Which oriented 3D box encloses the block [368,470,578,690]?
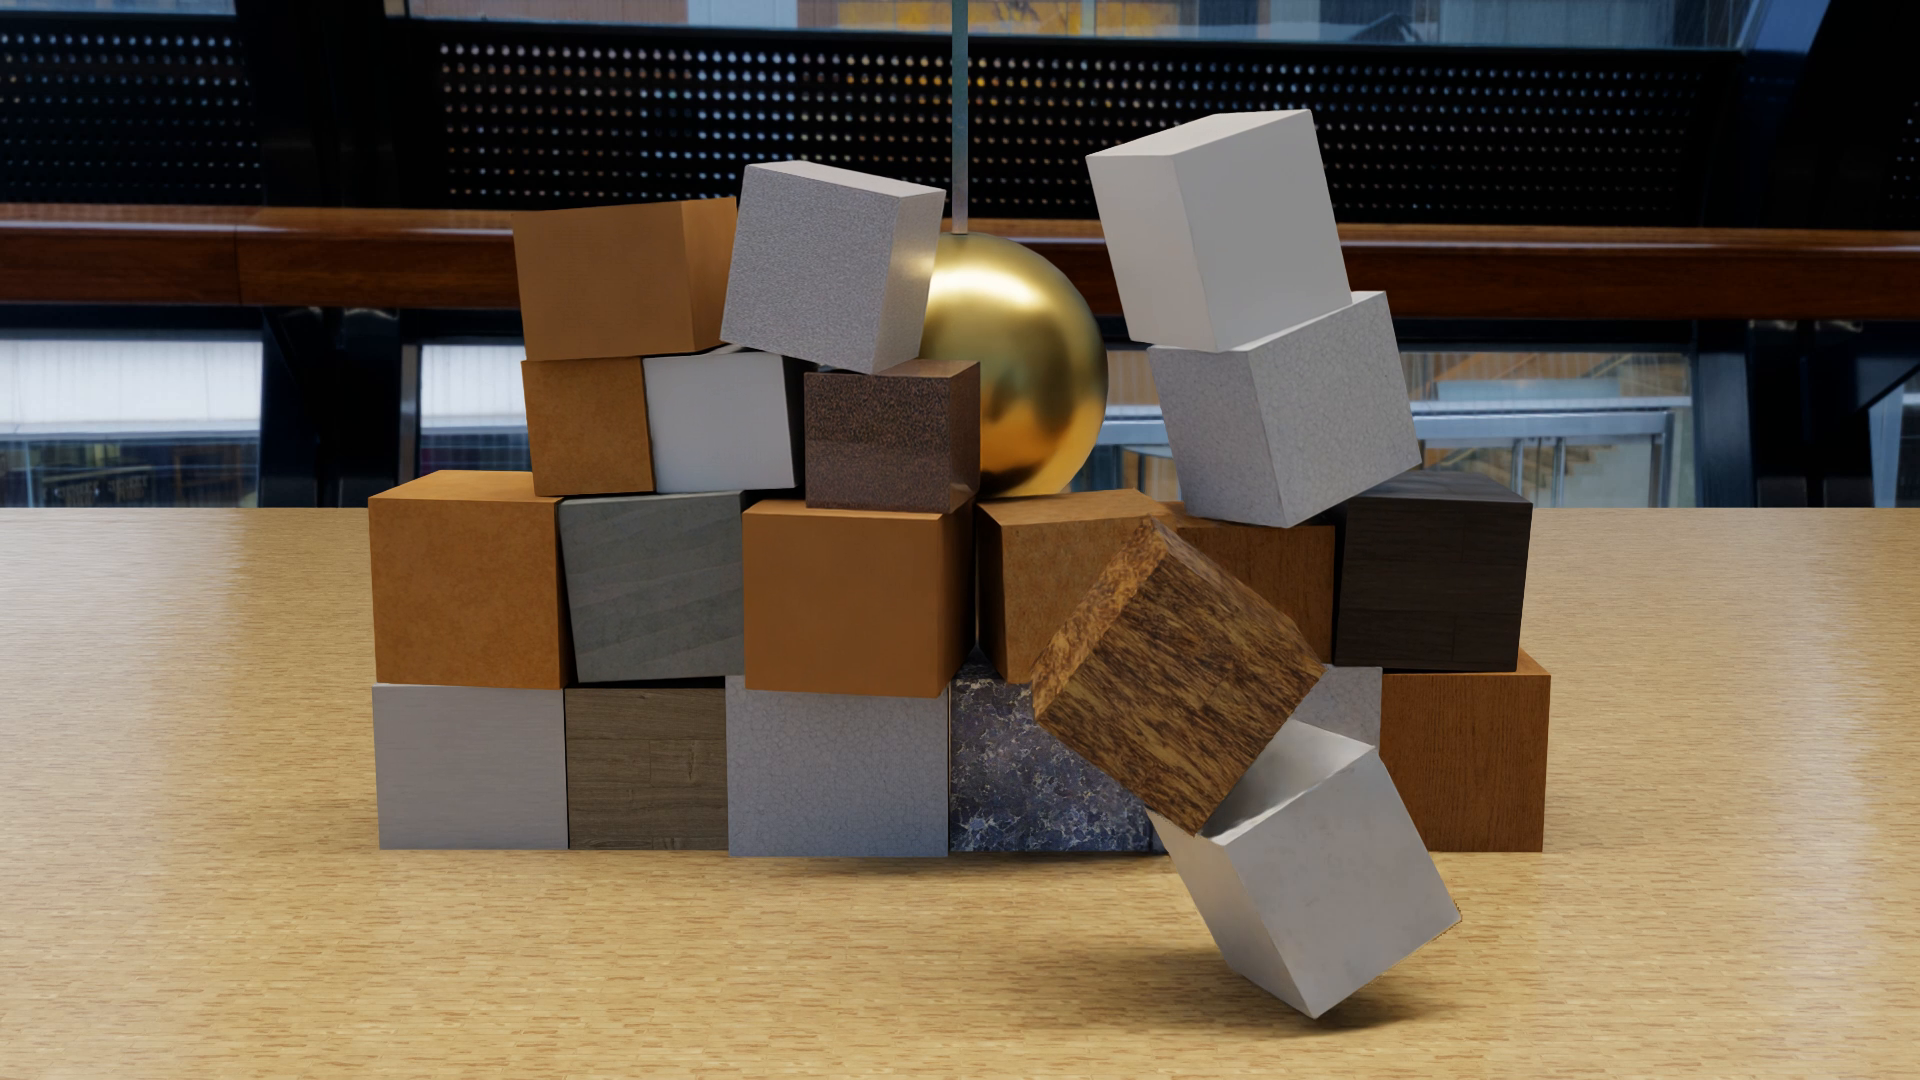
[{"bbox_3d":[-2.364,0.182,11.249,0.947,0.934,0.943,2,10,8],"label":"block"}]

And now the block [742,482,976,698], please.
[{"bbox_3d":[-0.471,0.204,10.831,0.932,0.857,1.054,2,12,10],"label":"block"}]

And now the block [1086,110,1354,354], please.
[{"bbox_3d":[1.251,-1.513,10.696,0.764,0.953,0.891,-21,16,-19],"label":"block"}]

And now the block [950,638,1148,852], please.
[{"bbox_3d":[0.446,1.040,11.374,0.988,0.885,0.911,0,10,0],"label":"block"}]

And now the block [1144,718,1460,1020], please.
[{"bbox_3d":[1.397,1.327,9.070,0.740,0.820,0.818,-31,12,-13],"label":"block"}]

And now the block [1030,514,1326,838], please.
[{"bbox_3d":[0.859,0.526,8.983,0.775,0.841,0.918,36,8,-6],"label":"block"}]

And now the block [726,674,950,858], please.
[{"bbox_3d":[-0.601,1.013,11.375,1.086,0.929,1.118,0,11,0],"label":"block"}]

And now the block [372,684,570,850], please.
[{"bbox_3d":[-2.438,1.065,11.356,0.946,0.842,0.823,0,10,0],"label":"block"}]

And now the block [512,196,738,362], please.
[{"bbox_3d":[-1.613,-1.299,10.868,0.861,0.711,0.817,-2,10,13],"label":"block"}]

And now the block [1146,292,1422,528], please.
[{"bbox_3d":[1.601,-0.664,10.848,0.912,0.884,0.760,-24,18,-29],"label":"block"}]

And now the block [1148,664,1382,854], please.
[{"bbox_3d":[1.514,1.009,11.374,1.117,0.946,0.978,0,10,-1],"label":"block"}]

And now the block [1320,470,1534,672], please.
[{"bbox_3d":[2.295,0.133,11.202,0.913,0.853,0.877,2,12,-4],"label":"block"}]

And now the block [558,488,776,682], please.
[{"bbox_3d":[-1.403,0.152,11.136,0.911,0.893,0.910,-3,11,9],"label":"block"}]

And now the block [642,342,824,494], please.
[{"bbox_3d":[-1.092,-0.636,10.931,0.701,0.667,0.672,-2,12,13],"label":"block"}]

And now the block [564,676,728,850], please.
[{"bbox_3d":[-1.554,1.067,11.369,0.800,0.833,0.864,0,10,0],"label":"block"}]

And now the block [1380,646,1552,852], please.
[{"bbox_3d":[2.494,1.028,11.373,0.833,0.909,0.945,0,10,0],"label":"block"}]

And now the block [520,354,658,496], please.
[{"bbox_3d":[-1.752,-0.614,11.023,0.611,0.669,0.669,-2,10,12],"label":"block"}]

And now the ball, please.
[{"bbox_3d":[0.000,-0.850,11.785,1.600,1.600,1.600,0,10,0],"label":"ball"}]

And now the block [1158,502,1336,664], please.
[{"bbox_3d":[1.418,0.207,11.192,0.782,0.696,0.782,-1,10,-5],"label":"block"}]

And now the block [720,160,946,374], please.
[{"bbox_3d":[-0.603,-1.327,10.578,0.772,0.836,0.724,14,15,14],"label":"block"}]

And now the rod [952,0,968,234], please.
[{"bbox_3d":[0.000,-4.094,10.765,0.080,5.200,0.080,0,17,0],"label":"rod"}]

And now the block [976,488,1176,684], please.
[{"bbox_3d":[0.570,0.214,11.022,0.854,0.776,0.831,-4,10,-9],"label":"block"}]

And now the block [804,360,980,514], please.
[{"bbox_3d":[-0.316,-0.515,10.607,0.703,0.643,0.644,3,12,13],"label":"block"}]
